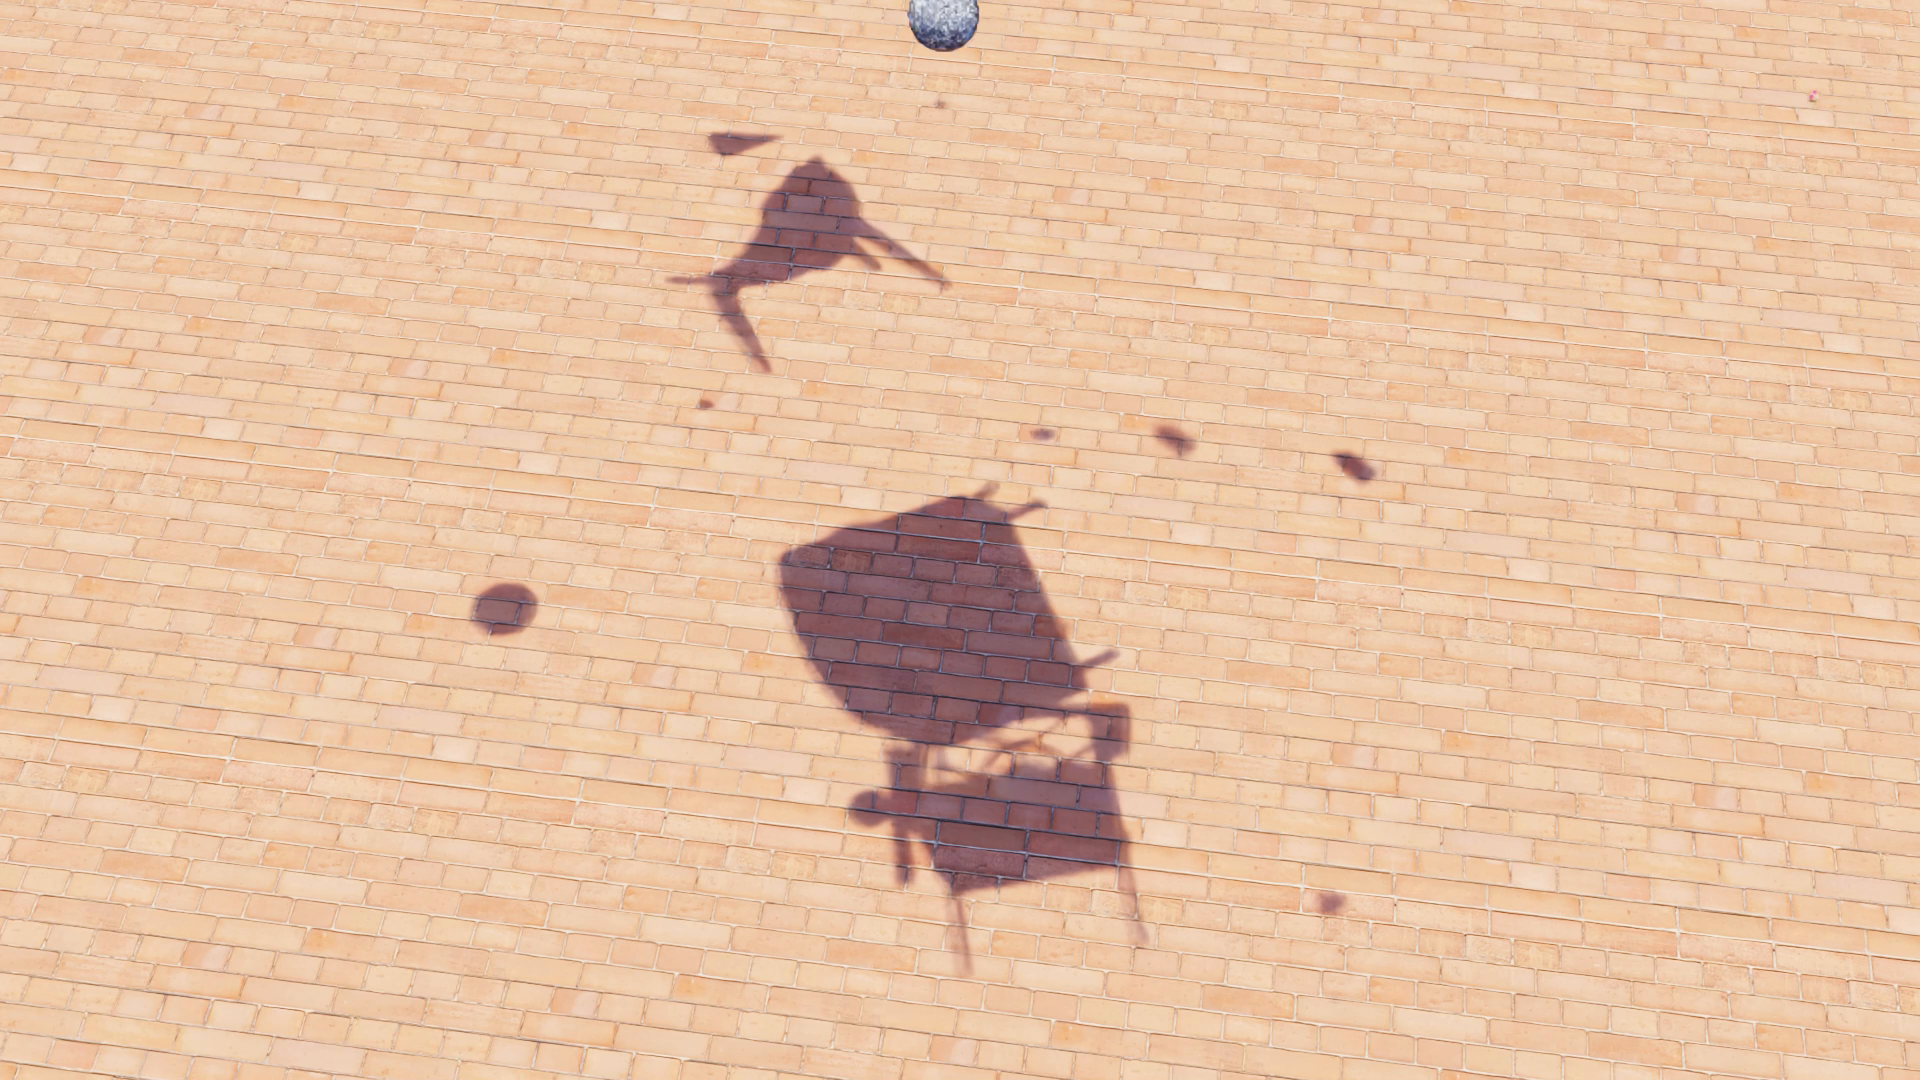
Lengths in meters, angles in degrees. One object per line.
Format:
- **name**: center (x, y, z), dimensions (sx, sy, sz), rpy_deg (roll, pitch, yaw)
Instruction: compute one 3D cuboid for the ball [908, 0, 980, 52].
- **ball**: center (-0.028, -0.899, 3.768), dimensions (0.123, 0.123, 0.123), rpy_deg (0, 56, 0)
